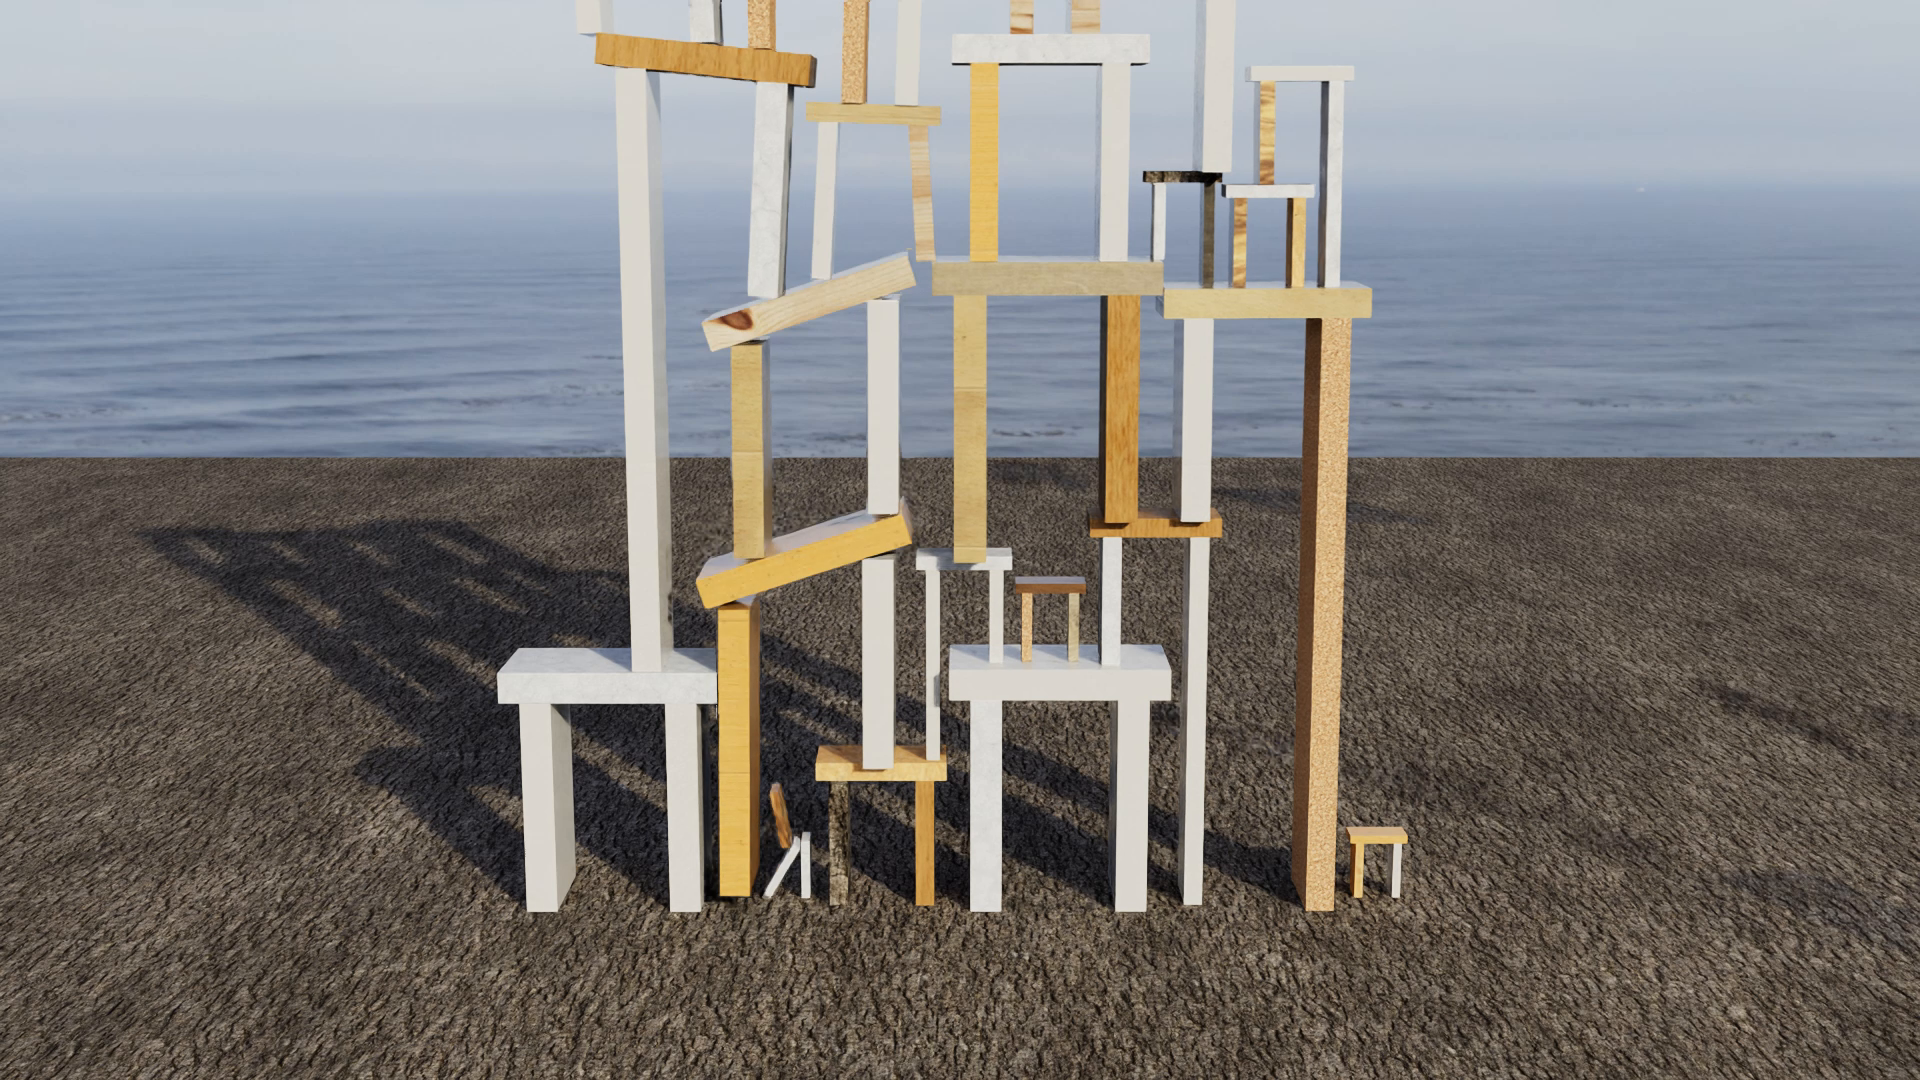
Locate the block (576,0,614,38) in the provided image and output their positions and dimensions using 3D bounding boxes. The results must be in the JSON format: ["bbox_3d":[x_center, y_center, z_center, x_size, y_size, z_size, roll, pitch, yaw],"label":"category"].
[{"bbox_3d":[-0.570,-0.912,3.393,0.037,0.259,0.130,-2,11,0],"label":"block"}]

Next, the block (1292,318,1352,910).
[{"bbox_3d":[0.586,0.116,3.579,0.046,0.966,0.161,0,11,0],"label":"block"}]

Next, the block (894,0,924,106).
[{"bbox_3d":[-0.075,-0.853,3.404,0.035,0.353,0.123,2,11,0],"label":"block"}]

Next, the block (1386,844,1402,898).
[{"bbox_3d":[0.723,0.543,3.665,0.013,0.094,0.047,0,11,0],"label":"block"}]

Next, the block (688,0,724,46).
[{"bbox_3d":[-0.397,-0.899,3.396,0.037,0.259,0.130,-2,11,0],"label":"block"}]

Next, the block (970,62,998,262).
[{"bbox_3d":[0.037,-0.592,3.446,0.043,0.301,0.150,0,11,0],"label":"block"}]

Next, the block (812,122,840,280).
[{"bbox_3d":[-0.210,-0.534,3.457,0.029,0.241,0.103,3,10,-1],"label":"block"}]

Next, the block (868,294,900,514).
[{"bbox_3d":[-0.120,-0.220,3.517,0.048,0.336,0.168,0,10,0],"label":"block"}]

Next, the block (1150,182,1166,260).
[{"bbox_3d":[0.313,-0.504,3.470,0.017,0.120,0.060,0,11,0],"label":"block"}]

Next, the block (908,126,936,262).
[{"bbox_3d":[-0.058,-0.545,3.457,0.029,0.207,0.103,-3,11,1],"label":"block"}]

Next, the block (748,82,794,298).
[{"bbox_3d":[-0.296,-0.551,3.455,0.046,0.326,0.163,4,10,-1],"label":"block"}]

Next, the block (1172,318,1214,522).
[{"bbox_3d":[0.371,-0.201,3.521,0.046,0.321,0.161,0,10,0],"label":"block"}]

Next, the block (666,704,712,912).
[{"bbox_3d":[-0.447,0.418,3.637,0.050,0.350,0.175,0,11,0],"label":"block"}]

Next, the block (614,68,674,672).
[{"bbox_3d":[-0.501,-0.267,3.510,0.046,0.944,0.163,0,11,0],"label":"block"}]

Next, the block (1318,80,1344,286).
[{"bbox_3d":[0.582,-0.560,3.457,0.022,0.316,0.079,-1,11,0],"label":"block"}]

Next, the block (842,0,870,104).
[{"bbox_3d":[-0.159,-0.845,3.403,0.033,0.334,0.116,2,10,1],"label":"block"}]

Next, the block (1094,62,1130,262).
[{"bbox_3d":[0.238,-0.592,3.446,0.043,0.301,0.150,0,11,0],"label":"block"}]

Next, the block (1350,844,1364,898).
[{"bbox_3d":[0.661,0.543,3.665,0.013,0.094,0.047,0,11,0],"label":"block"}]

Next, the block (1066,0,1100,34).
[{"bbox_3d":[0.190,-0.933,3.384,0.044,0.309,0.154,0,11,-1],"label":"block"}]

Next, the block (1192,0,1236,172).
[{"bbox_3d":[0.395,-0.832,3.405,0.044,0.515,0.154,0,11,0],"label":"block"}]

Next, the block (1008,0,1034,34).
[{"bbox_3d":[0.095,-0.903,3.389,0.035,0.247,0.123,0,11,0],"label":"block"}]

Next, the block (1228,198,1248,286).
[{"bbox_3d":[0.438,-0.471,3.471,0.020,0.138,0.069,0,11,0],"label":"block"}]

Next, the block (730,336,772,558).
[{"bbox_3d":[-0.333,-0.152,3.527,0.048,0.336,0.168,0,10,0],"label":"block"}]

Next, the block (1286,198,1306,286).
[{"bbox_3d":[0.530,-0.472,3.470,0.020,0.138,0.069,0,11,0],"label":"block"}]

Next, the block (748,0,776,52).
[{"bbox_3d":[-0.308,-0.876,3.398,0.033,0.232,0.116,-1,10,0],"label":"block"}]

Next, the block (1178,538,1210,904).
[{"bbox_3d":[0.383,0.288,3.612,0.030,0.615,0.105,0,11,0],"label":"block"}]

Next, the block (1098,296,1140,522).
[{"bbox_3d":[0.254,-0.219,3.519,0.051,0.357,0.179,0,11,0],"label":"block"}]

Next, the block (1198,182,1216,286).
[{"bbox_3d":[0.390,-0.484,3.474,0.017,0.161,0.060,0,11,0],"label":"block"}]

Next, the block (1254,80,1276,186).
[{"bbox_3d":[0.476,-0.637,3.442,0.022,0.158,0.079,-1,11,0],"label":"block"}]

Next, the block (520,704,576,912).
[{"bbox_3d":[-0.681,0.418,3.637,0.050,0.350,0.175,0,11,0],"label":"block"}]

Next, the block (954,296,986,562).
[{"bbox_3d":[0.016,-0.188,3.524,0.051,0.421,0.179,0,11,0],"label":"block"}]
